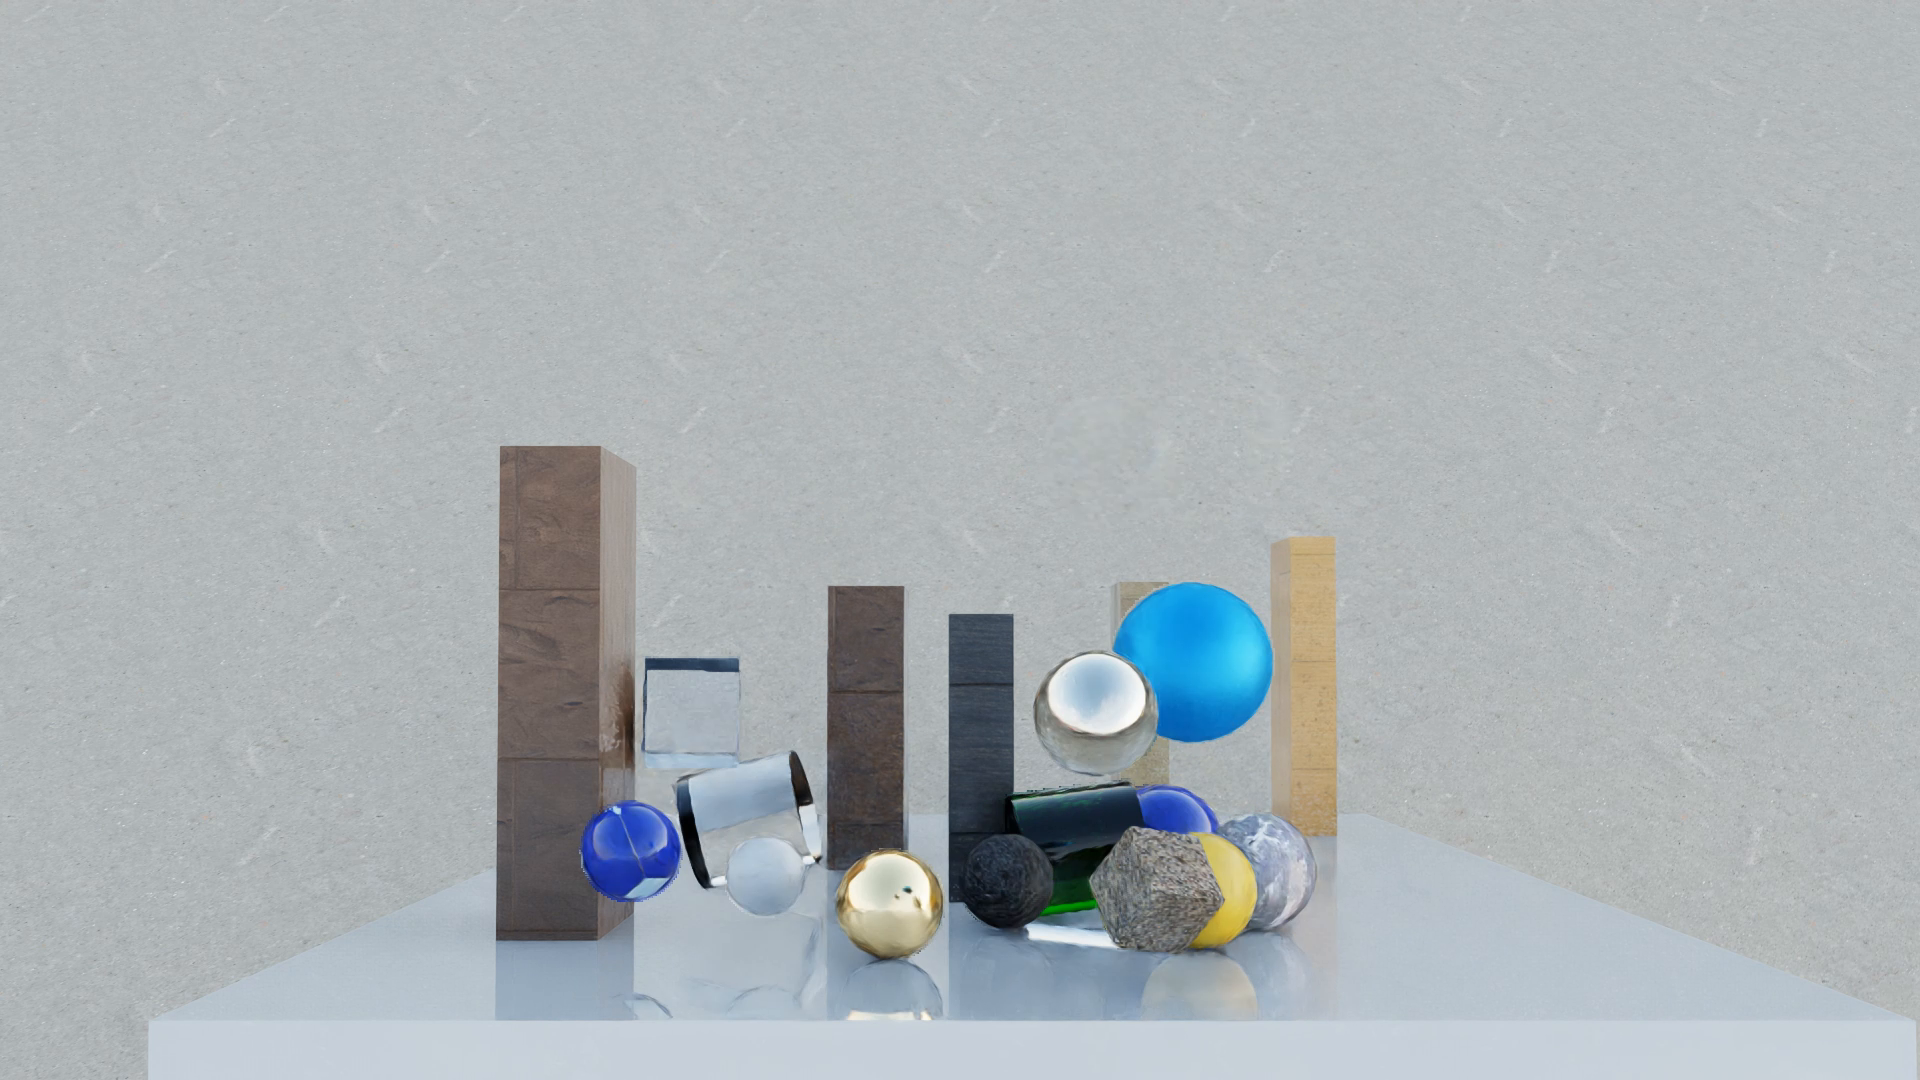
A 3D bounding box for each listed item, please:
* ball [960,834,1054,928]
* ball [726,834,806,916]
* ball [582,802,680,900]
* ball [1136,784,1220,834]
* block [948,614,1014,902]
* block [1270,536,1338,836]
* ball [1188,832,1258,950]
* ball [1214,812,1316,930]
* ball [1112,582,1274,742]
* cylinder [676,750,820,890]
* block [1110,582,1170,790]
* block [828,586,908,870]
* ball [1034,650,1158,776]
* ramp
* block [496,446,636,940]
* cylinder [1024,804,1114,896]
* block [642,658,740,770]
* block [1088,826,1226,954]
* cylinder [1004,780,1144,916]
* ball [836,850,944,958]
[{"bbox_3d":[0.071,0.514,3.926,0.143,0.143,0.143,0,37,0],"label":"ball"},{"bbox_3d":[-0.273,0.472,3.660,0.113,0.113,0.113,0,37,0],"label":"ball"},{"bbox_3d":[-0.469,0.444,3.716,0.140,0.140,0.140,0,37,0],"label":"ball"},{"bbox_3d":[0.335,0.505,4.299,0.203,0.203,0.203,0,37,0],"label":"ball"},{"bbox_3d":[0.036,0.377,4.600,0.110,0.487,0.409,0,-3,0],"label":"block"},{"bbox_3d":[0.825,0.350,6.266,0.105,0.697,0.385,0,-3,0],"label":"block"},{"bbox_3d":[0.338,0.496,3.680,0.164,0.164,0.164,0,37,0],"label":"ball"},{"bbox_3d":[0.452,0.503,3.948,0.176,0.176,0.176,0,37,0],"label":"ball"},{"bbox_3d":[0.285,0.150,3.194,0.197,0.197,0.197,0,37,0],"label":"ball"},{"bbox_3d":[-0.375,0.499,4.637,0.207,0.207,0.207,-14,37,4],"label":"cylinder"},{"bbox_3d":[0.393,0.385,5.715,0.103,0.575,0.386,0,-3,0],"label":"block"},{"bbox_3d":[-0.184,0.377,5.318,0.149,0.554,0.449,0,-3,0],"label":"block"},{"bbox_3d":[0.148,0.188,2.831,0.137,0.137,0.137,0,37,0],"label":"ball"},{"bbox_3d":[0.082,0.687,4.941,2.000,0.100,4.000,0,-3,0],"label":"ramp"},{"bbox_3d":[-0.602,0.232,4.016,0.148,0.722,0.423,0,-3,0],"label":"block"},{"bbox_3d":[0.207,0.533,4.472,0.153,0.153,0.153,-1,35,22],"label":"cylinder"},{"bbox_3d":[-0.437,0.284,4.248,0.152,0.152,0.152,1,75,-4],"label":"block"},{"bbox_3d":[0.253,0.452,3.354,0.109,0.109,0.109,12,38,-29],"label":"block"},{"bbox_3d":[0.183,0.488,4.105,0.193,0.193,0.193,-7,38,-7],"label":"cylinder"},{"bbox_3d":[-0.096,0.499,3.566,0.148,0.148,0.148,0,37,0],"label":"ball"}]
